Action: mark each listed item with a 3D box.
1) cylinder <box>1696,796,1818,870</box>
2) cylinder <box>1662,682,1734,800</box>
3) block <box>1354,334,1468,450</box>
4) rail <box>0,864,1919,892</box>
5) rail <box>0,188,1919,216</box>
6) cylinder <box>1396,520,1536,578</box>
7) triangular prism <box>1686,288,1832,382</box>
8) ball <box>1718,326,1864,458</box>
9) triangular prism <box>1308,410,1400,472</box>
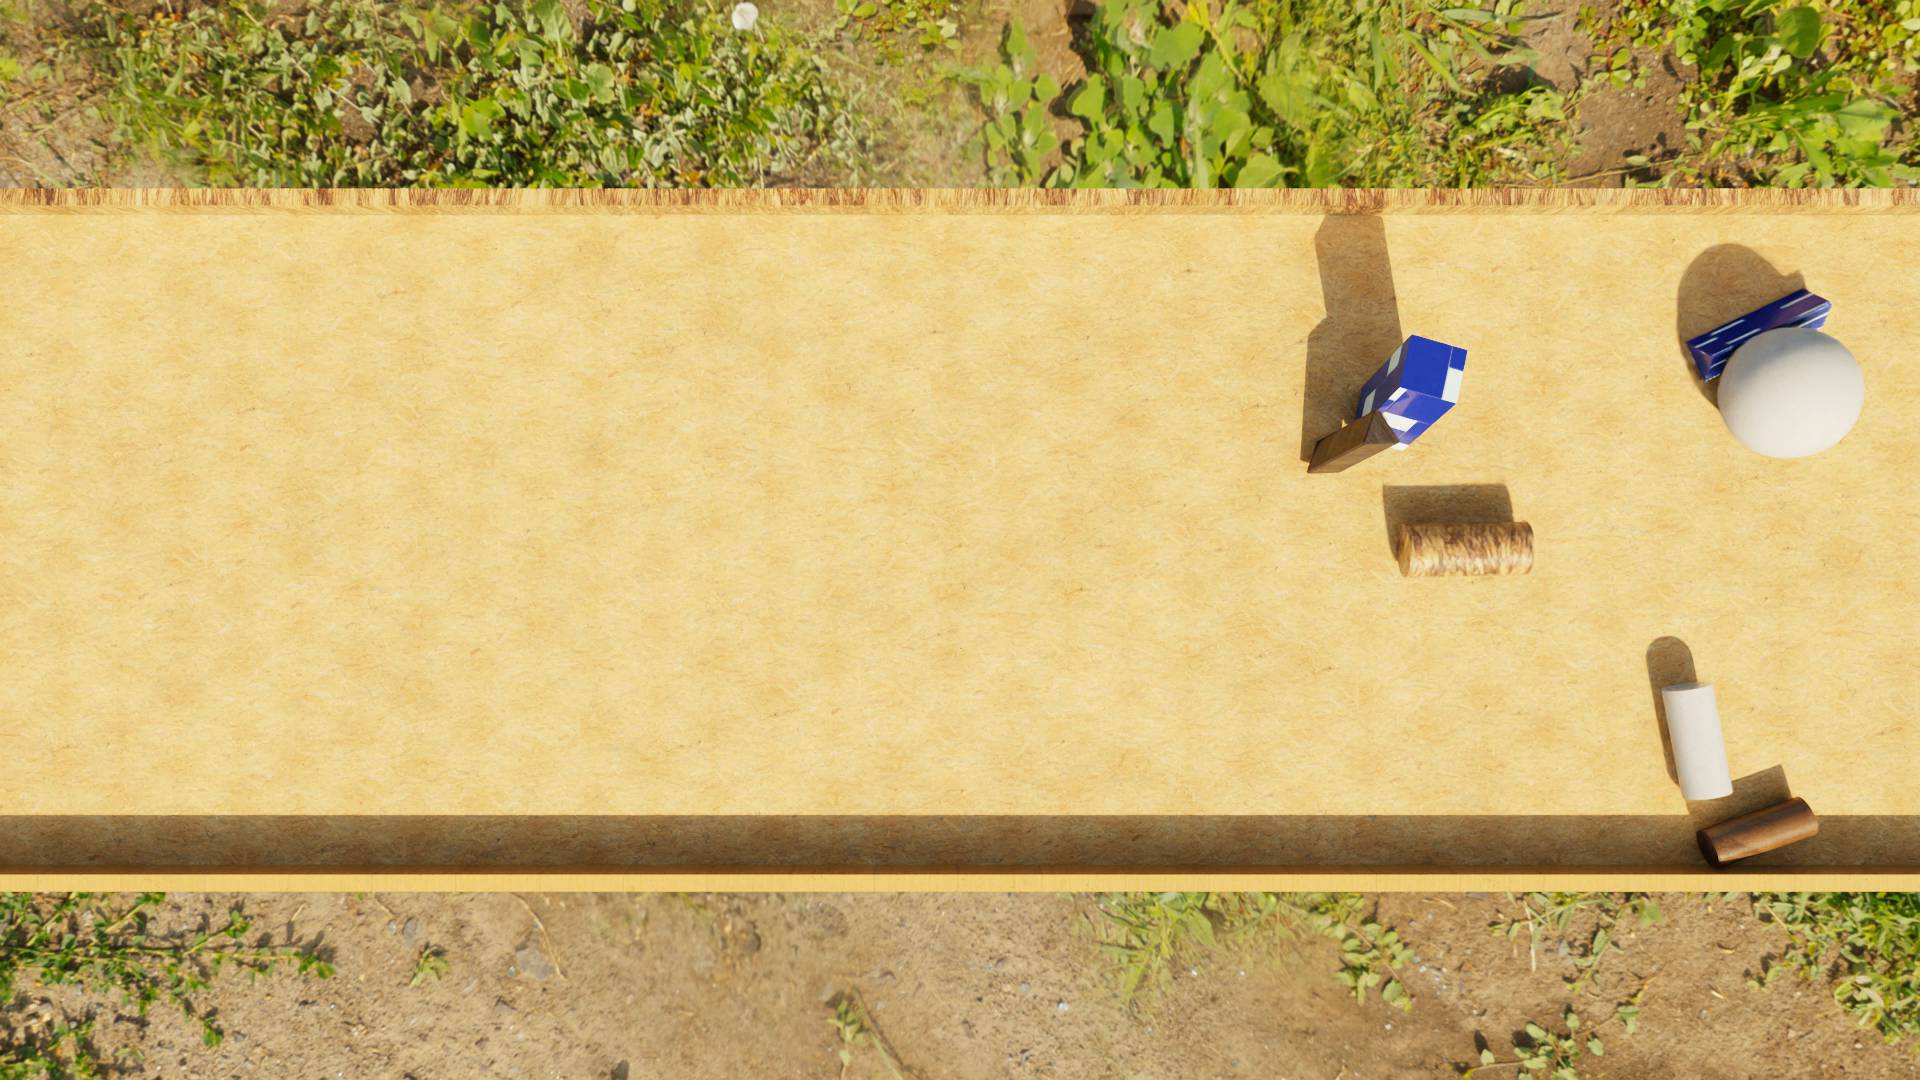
[{"bbox_3d":[2.422,0.890,5.014,0.314,0.124,0.124,-19,90,0],"label":"cylinder"},{"bbox_3d":[2.236,0.607,5.003,0.145,0.145,0.332,-11,90,0],"label":"cylinder"},{"bbox_3d":[1.310,-0.425,4.834,0.164,0.460,0.164,16,76,0],"label":"block"},{"bbox_3d":[-2.247,1.025,5.001,12.000,0.150,0.050,0,90,0],"label":"rail"},{"bbox_3d":[-2.247,-1.025,5.002,12.000,0.150,0.050,0,90,0],"label":"rail"},{"bbox_3d":[1.530,0.027,4.997,0.371,0.160,0.160,-2,90,0],"label":"cylinder"},{"bbox_3d":[2.441,-0.630,5.016,0.395,0.114,0.132,-25,90,0],"label":"triangular prism"},{"bbox_3d":[2.456,-0.435,4.882,0.390,0.390,0.390,0,90,0],"label":"ball"},{"bbox_3d":[1.161,-0.293,4.917,0.116,0.323,0.100,-3,77,-20],"label":"triangular prism"}]
